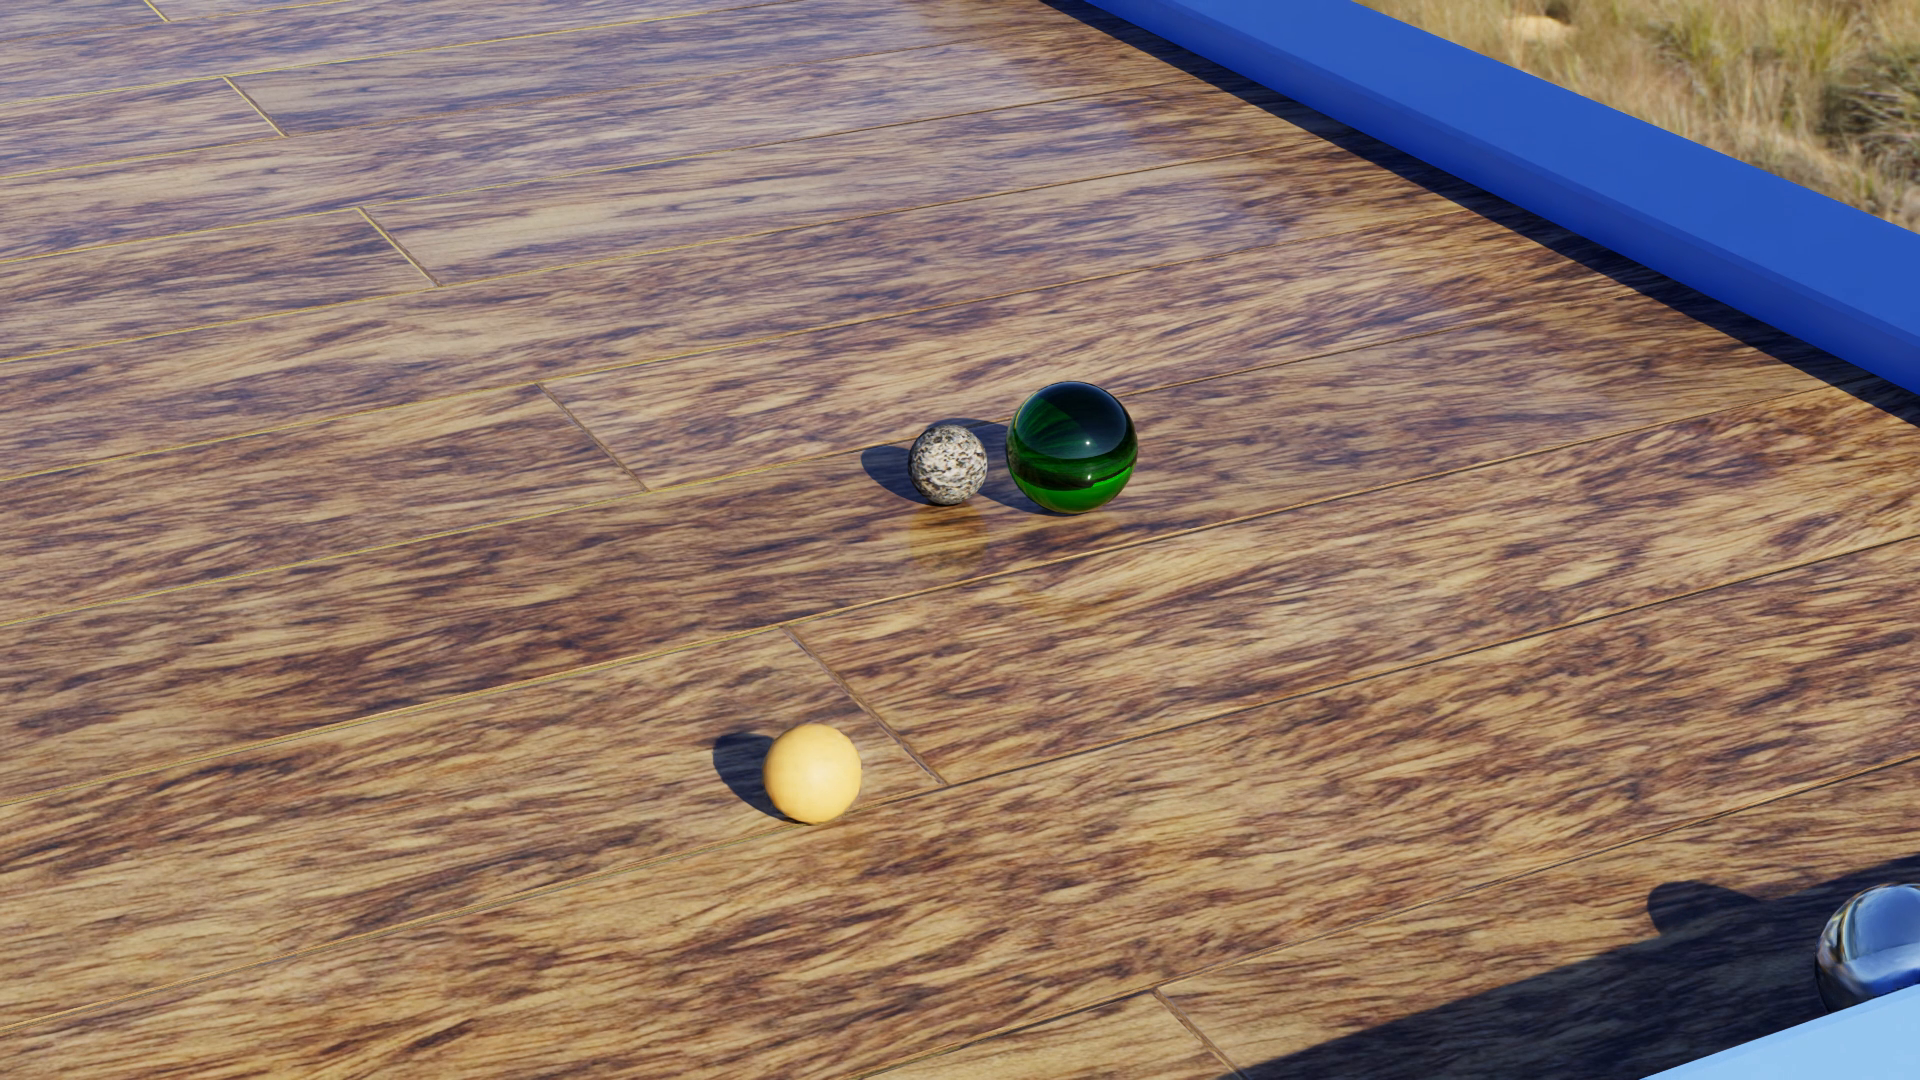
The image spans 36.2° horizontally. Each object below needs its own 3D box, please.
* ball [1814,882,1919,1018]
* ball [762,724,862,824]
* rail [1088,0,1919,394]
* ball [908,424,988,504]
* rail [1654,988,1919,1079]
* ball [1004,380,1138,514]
[{"bbox_3d":[0.504,0.229,1.568,0.093,0.093,0.093,0,25,0],"label":"ball"},{"bbox_3d":[-0.090,0.142,1.790,0.061,0.061,0.061,0,25,0],"label":"ball"},{"bbox_3d":[0.363,-0.509,3.083,0.045,0.129,3.334,-12,28,-24],"label":"rail"},{"bbox_3d":[-0.009,-0.057,2.210,0.061,0.061,0.061,0,25,0],"label":"ball"},{"bbox_3d":[0.371,0.281,1.415,1.726,0.129,0.045,-12,28,-24],"label":"rail"},{"bbox_3d":[0.083,-0.069,2.191,0.099,0.099,0.099,0,25,0],"label":"ball"}]
